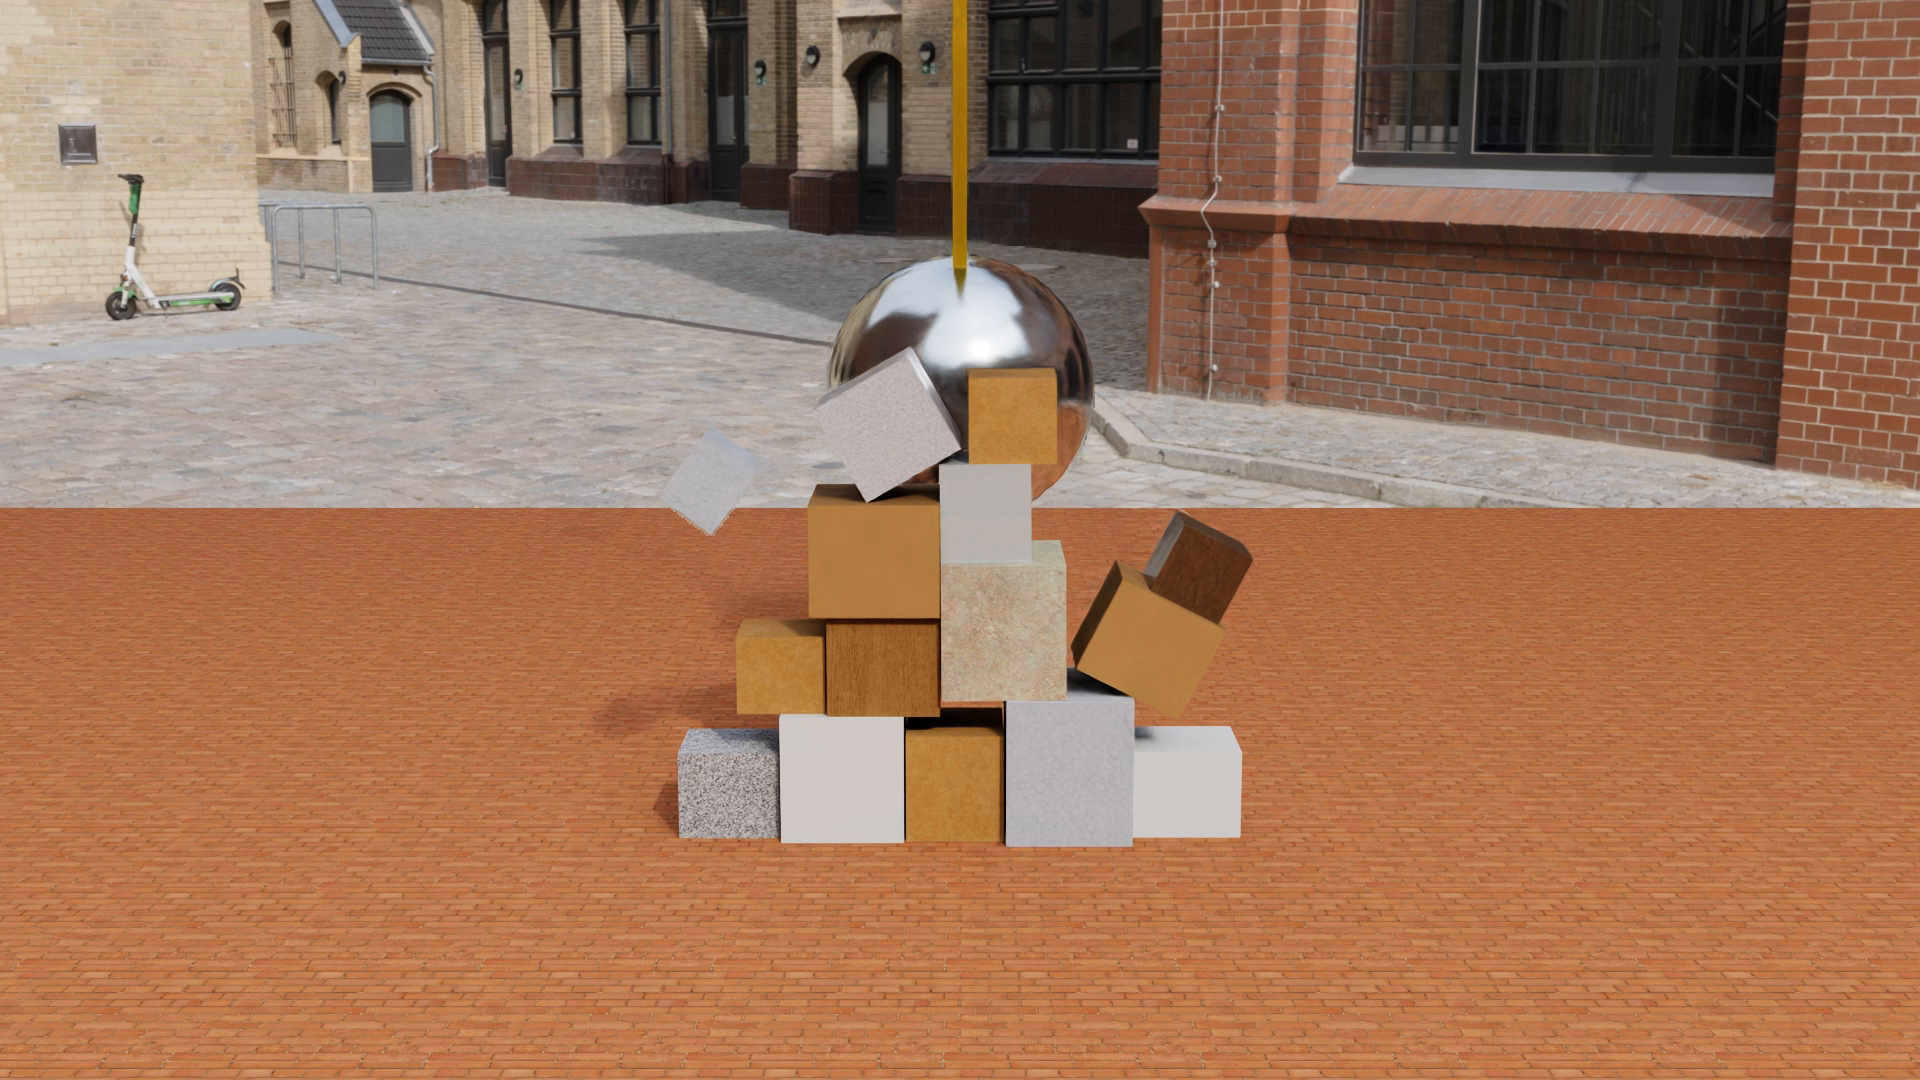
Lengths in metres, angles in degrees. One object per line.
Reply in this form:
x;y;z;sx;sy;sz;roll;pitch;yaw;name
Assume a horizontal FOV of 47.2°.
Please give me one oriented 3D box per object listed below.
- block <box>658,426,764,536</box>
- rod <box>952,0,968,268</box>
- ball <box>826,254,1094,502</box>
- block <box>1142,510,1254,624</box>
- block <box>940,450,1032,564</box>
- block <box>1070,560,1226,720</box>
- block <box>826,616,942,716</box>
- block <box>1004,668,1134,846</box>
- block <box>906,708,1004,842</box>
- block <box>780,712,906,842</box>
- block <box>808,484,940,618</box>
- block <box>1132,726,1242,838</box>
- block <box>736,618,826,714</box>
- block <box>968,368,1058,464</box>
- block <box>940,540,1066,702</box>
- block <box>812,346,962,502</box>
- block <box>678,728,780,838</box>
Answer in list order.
-1.247;-0.302;11.061;0.324;0.383;0.383;37;8;-5;block
0.000;-3.829;11.398;0.080;5.200;0.080;0;31;0;rod
0.000;-0.901;13.125;1.600;1.600;1.600;0;10;0;ball
1.206;0.134;11.204;0.387;0.376;0.454;27;9;-5;block
0.128;-0.176;11.160;0.453;0.495;0.535;-1;10;0;block
0.955;0.503;11.254;0.583;0.514;0.524;27;9;-5;block
-0.384;0.585;11.273;0.568;0.518;0.544;0;10;0;block
0.550;1.109;11.377;0.637;0.747;0.749;0;10;0;block
-0.026;1.207;11.389;0.495;0.551;0.580;0;10;0;block
-0.594;1.159;11.377;0.623;0.649;0.619;0;10;0;block
-0.424;0.048;11.200;0.649;0.565;0.696;0;10;0;block
1.154;1.252;11.427;0.550;0.449;0.507;0;10;0;block
-0.902;0.645;11.280;0.447;0.398;0.428;0;10;0;block
0.262;-0.626;11.052;0.439;0.426;0.447;-1;10;0;block
0.218;0.403;11.264;0.622;0.683;0.715;-1;10;0;block
-0.358;-0.590;11.089;0.541;0.531;0.532;-29;9;6;block
-1.173;1.257;11.402;0.514;0.446;0.482;0;10;0;block
